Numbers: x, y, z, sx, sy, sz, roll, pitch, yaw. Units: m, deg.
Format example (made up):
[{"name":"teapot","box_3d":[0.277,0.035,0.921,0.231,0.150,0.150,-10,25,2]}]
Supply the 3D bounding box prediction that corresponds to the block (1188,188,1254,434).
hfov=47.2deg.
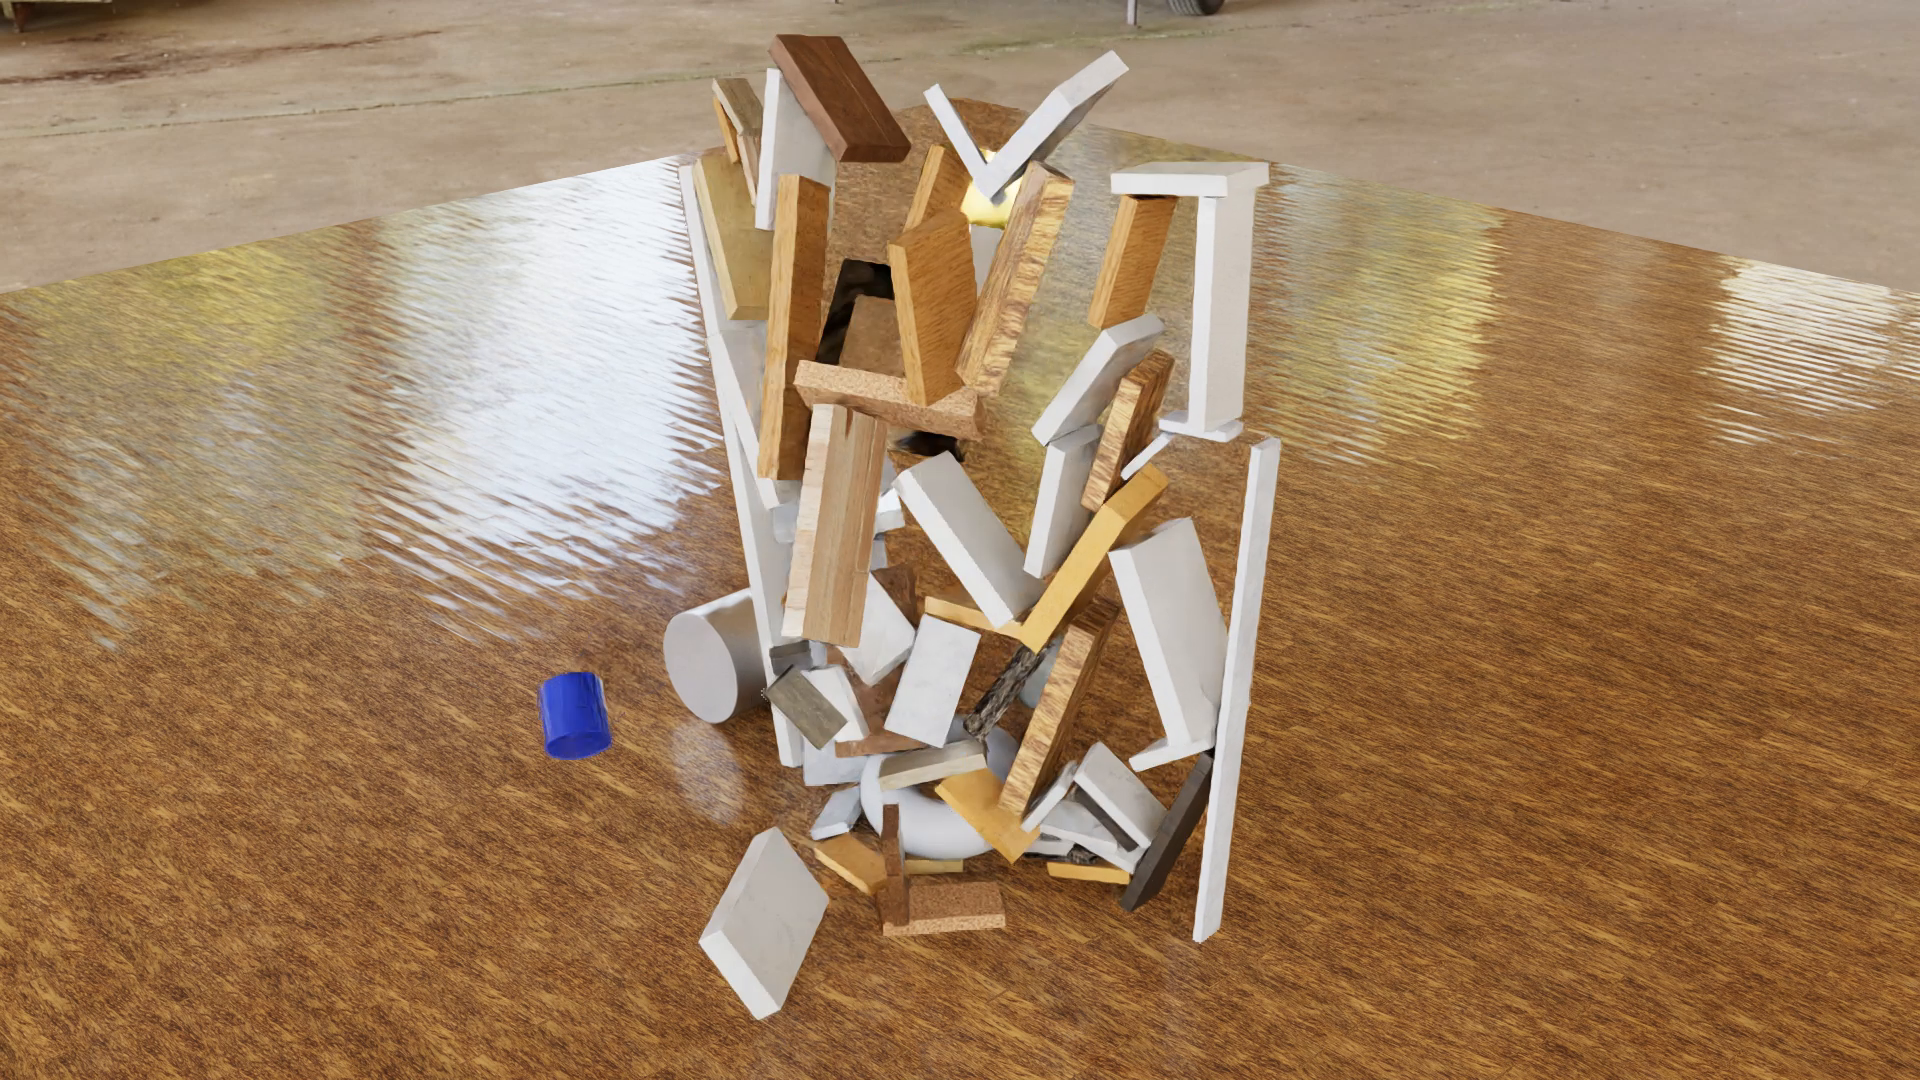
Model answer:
[{"name":"block","box_3d":[0.427,-0.378,3.602,0.033,0.395,0.116,18,29,35]}]

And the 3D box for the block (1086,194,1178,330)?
[{"name":"block","box_3d":[0.288,-0.471,3.682,0.033,0.231,0.116,33,31,31]}]

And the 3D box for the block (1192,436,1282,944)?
[{"name":"block","box_3d":[0.479,0.283,3.838,0.018,0.982,0.063,22,31,34]}]

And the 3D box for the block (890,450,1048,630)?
[{"name":"block","box_3d":[0.023,-0.003,4.115,0.048,0.336,0.168,-39,-5,30]}]

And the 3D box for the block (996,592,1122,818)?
[{"name":"block","box_3d":[0.187,0.309,4.115,0.051,0.404,0.180,26,24,11]}]

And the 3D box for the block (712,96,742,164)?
[{"name":"block","box_3d":[-0.441,-0.818,4.385,0.072,0.145,0.021,-6,-15,-45]}]

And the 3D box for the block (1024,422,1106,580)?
[{"name":"block","box_3d":[0.193,-0.070,3.947,0.038,0.269,0.135,32,39,30]}]

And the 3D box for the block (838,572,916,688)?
[{"name":"block","box_3d":[-0.201,0.139,4.264,0.137,0.039,0.274,-38,64,-1]}]

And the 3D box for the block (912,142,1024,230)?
[{"name":"block","box_3d":[0.038,-0.620,4.266,0.230,0.230,0.230,15,1,-14]}]

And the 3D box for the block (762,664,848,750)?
[{"name":"block","box_3d":[-0.287,0.312,4.093,0.076,0.151,0.021,-45,16,-10]}]

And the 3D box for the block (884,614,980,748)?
[{"name":"block","box_3d":[-0.052,0.268,4.172,0.114,0.229,0.032,20,-6,-9]}]

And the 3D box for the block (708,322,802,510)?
[{"name":"block","box_3d":[-0.360,-0.252,4.346,0.176,0.353,0.050,-19,1,-41]}]

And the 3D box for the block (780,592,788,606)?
[{"name":"block","box_3d":[-0.251,0.036,4.154,0.058,0.017,0.257,33,59,-2]}]

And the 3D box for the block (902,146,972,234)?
[{"name":"block","box_3d":[-0.046,-0.600,4.031,0.031,0.220,0.110,18,-1,32]}]

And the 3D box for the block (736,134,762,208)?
[{"name":"block","box_3d":[-0.390,-0.732,4.337,0.072,0.145,0.021,-12,-3,-38]}]

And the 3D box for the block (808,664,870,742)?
[{"name":"block","box_3d":[-0.232,0.312,4.210,0.076,0.151,0.021,-11,17,43]}]

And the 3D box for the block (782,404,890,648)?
[{"name":"block","box_3d":[-0.228,-0.024,4.052,0.048,0.428,0.168,3,-8,36]}]

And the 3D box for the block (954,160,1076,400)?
[{"name":"block","box_3d":[0.089,-0.441,3.707,0.044,0.384,0.154,16,15,-17]}]

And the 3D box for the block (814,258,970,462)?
[{"name":"block","box_3d":[-0.109,-0.351,4.332,0.273,0.273,0.273,11,-18,11]}]

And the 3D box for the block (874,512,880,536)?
[{"name":"block","box_3d":[-0.196,-0.003,4.224,0.059,0.117,0.017,17,-16,-4]}]

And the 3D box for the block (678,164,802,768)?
[{"name":"block","box_3d":[-0.388,-0.157,4.569,0.176,1.256,0.050,-15,10,-34]}]

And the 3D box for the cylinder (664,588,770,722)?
[{"name":"cylinder","box_3d":[-0.476,0.243,4.863,0.254,0.254,0.254,21,31,40]}]

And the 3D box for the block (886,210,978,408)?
[{"name":"block","box_3d":[-0.038,-0.403,3.831,0.044,0.308,0.154,23,43,39]}]

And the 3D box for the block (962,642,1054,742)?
[{"name":"block","box_3d":[0.091,0.276,4.168,0.032,0.229,0.114,37,-1,-5]}]

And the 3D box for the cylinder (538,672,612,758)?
[{"name":"cylinder","box_3d":[-0.753,0.342,4.293,0.126,0.126,0.126,-6,63,-14]}]

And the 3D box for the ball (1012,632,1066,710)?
[{"name":"ball","box_3d":[0.198,0.291,4.843,0.181,0.181,0.181,0,23,0]}]

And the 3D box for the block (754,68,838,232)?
[{"name":"block","box_3d":[-0.311,-0.755,4.270,0.152,0.303,0.043,-5,18,-39]}]

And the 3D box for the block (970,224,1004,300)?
[{"name":"block","box_3d":[0.021,-0.456,3.960,0.031,0.220,0.110,15,10,34]}]

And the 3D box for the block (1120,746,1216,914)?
[{"name":"block","box_3d":[0.402,0.521,4.029,0.027,0.418,0.095,40,40,22]}]

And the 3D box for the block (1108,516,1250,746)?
[{"name":"block","box_3d":[0.389,0.159,3.875,0.051,0.360,0.180,-10,11,46]}]

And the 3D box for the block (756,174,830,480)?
[{"name":"block","box_3d":[-0.318,-0.401,4.209,0.043,0.573,0.152,5,2,19]}]

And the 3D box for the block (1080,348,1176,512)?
[{"name":"block","box_3d":[0.290,-0.187,3.794,0.038,0.269,0.135,29,38,17]}]

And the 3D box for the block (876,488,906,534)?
[{"name":"block","box_3d":[-0.194,-0.070,4.475,0.137,0.039,0.274,-14,18,-2]}]

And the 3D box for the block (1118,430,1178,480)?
[{"name":"block","box_3d":[0.329,-0.155,3.774,0.018,0.126,0.063,47,42,1]}]
